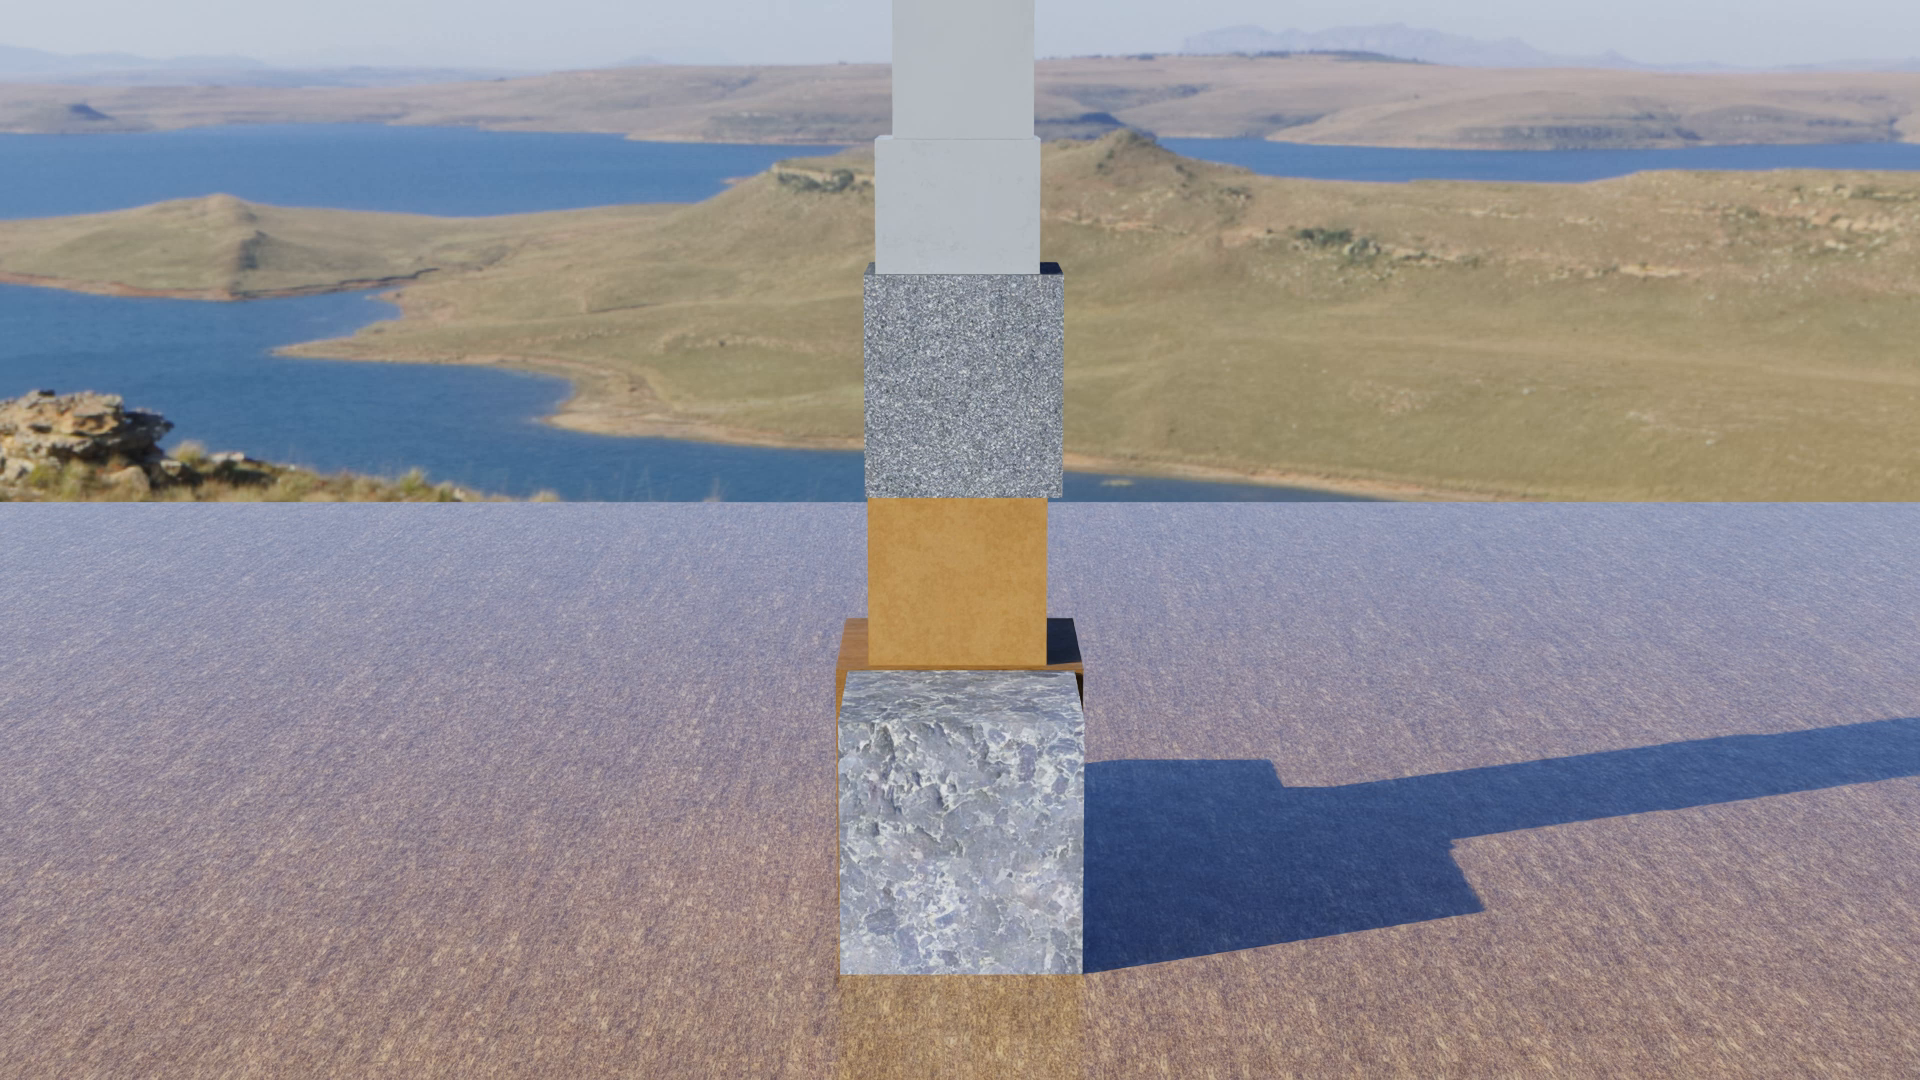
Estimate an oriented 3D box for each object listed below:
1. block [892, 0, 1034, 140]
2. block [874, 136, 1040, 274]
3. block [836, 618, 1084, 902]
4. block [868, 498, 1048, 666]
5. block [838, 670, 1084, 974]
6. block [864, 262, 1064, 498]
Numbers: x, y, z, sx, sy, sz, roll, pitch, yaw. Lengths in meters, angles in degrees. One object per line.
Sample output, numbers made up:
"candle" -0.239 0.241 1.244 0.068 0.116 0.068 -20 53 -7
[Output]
"block" 0.013 -1.996 10.817 0.582 0.589 0.630 0 10 0
"block" -0.009 -1.434 10.920 0.683 0.555 0.625 0 10 0
"block" -0.002 0.958 11.425 1.045 1.028 1.032 0 10 0
"block" -0.011 0.110 11.200 0.755 0.720 0.755 0 10 0
"block" 0.005 1.133 10.473 0.957 1.024 0.884 0 10 0
"block" 0.016 -0.702 11.053 0.829 0.932 0.745 0 10 0
